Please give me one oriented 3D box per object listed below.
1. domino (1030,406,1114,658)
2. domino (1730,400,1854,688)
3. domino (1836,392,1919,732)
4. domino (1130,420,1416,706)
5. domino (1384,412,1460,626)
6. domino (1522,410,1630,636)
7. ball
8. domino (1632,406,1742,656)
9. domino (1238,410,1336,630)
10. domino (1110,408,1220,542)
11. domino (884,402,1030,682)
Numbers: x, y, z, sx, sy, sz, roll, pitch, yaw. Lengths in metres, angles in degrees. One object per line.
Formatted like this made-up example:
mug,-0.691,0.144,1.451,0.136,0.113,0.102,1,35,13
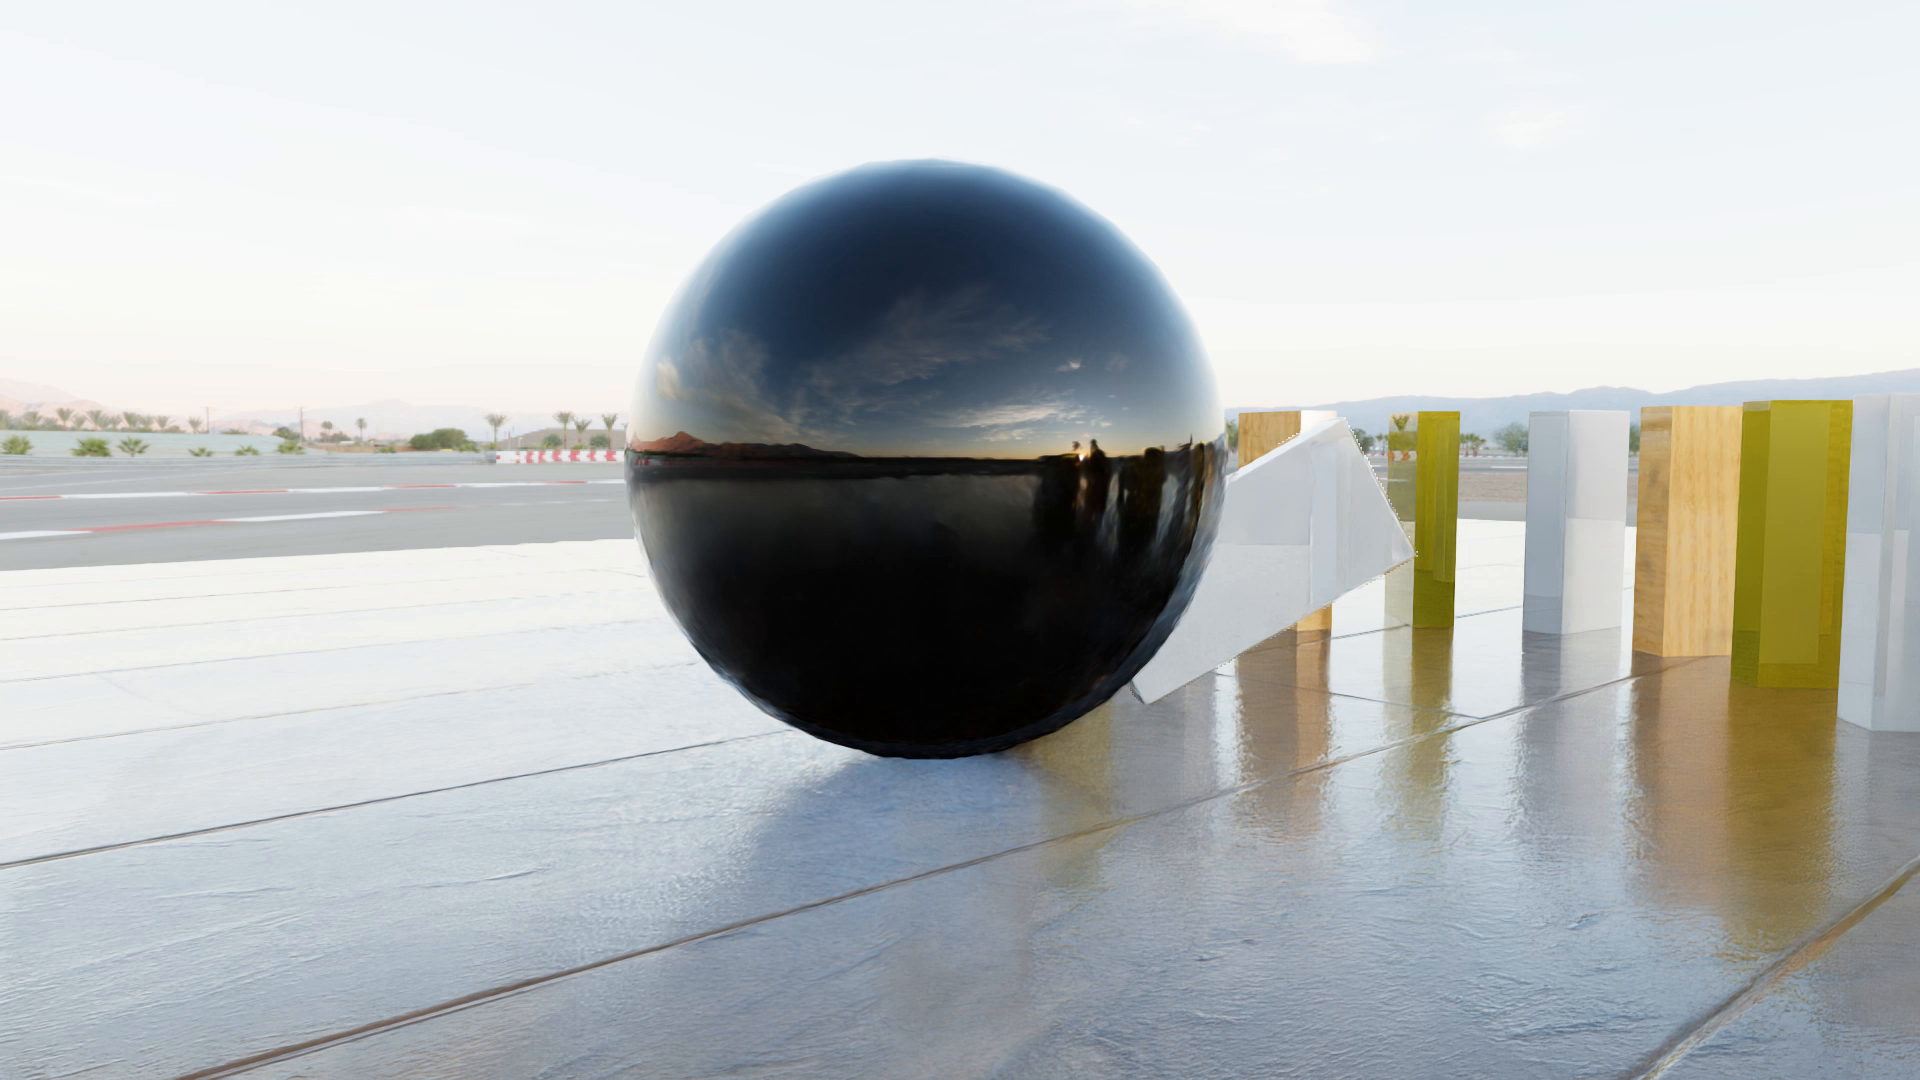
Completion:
domino,0.019,-0.002,0.265,0.025,0.050,0.010,4,6,43
domino,0.153,0.001,0.226,0.025,0.050,0.010,0,4,5
domino,0.148,0.003,0.191,0.025,0.050,0.010,1,4,8
domino,0.046,0.003,0.211,0.050,0.025,0.010,-29,3,0
domino,0.111,-0.006,0.310,0.010,0.050,0.025,0,4,4
domino,0.141,-0.005,0.294,0.025,0.050,0.009,-3,5,-34
ball,-0.004,-0.011,0.174,0.080,0.080,0.080,0,4,0
domino,0.152,-0.002,0.261,0.025,0.050,0.010,-1,4,-8
domino,0.077,-0.005,0.304,0.010,0.050,0.025,-2,5,-21
domino,0.046,-0.004,0.288,0.010,0.050,0.025,-3,5,-34
domino,0.000,0.000,0.236,0.025,0.050,0.009,1,4,13
